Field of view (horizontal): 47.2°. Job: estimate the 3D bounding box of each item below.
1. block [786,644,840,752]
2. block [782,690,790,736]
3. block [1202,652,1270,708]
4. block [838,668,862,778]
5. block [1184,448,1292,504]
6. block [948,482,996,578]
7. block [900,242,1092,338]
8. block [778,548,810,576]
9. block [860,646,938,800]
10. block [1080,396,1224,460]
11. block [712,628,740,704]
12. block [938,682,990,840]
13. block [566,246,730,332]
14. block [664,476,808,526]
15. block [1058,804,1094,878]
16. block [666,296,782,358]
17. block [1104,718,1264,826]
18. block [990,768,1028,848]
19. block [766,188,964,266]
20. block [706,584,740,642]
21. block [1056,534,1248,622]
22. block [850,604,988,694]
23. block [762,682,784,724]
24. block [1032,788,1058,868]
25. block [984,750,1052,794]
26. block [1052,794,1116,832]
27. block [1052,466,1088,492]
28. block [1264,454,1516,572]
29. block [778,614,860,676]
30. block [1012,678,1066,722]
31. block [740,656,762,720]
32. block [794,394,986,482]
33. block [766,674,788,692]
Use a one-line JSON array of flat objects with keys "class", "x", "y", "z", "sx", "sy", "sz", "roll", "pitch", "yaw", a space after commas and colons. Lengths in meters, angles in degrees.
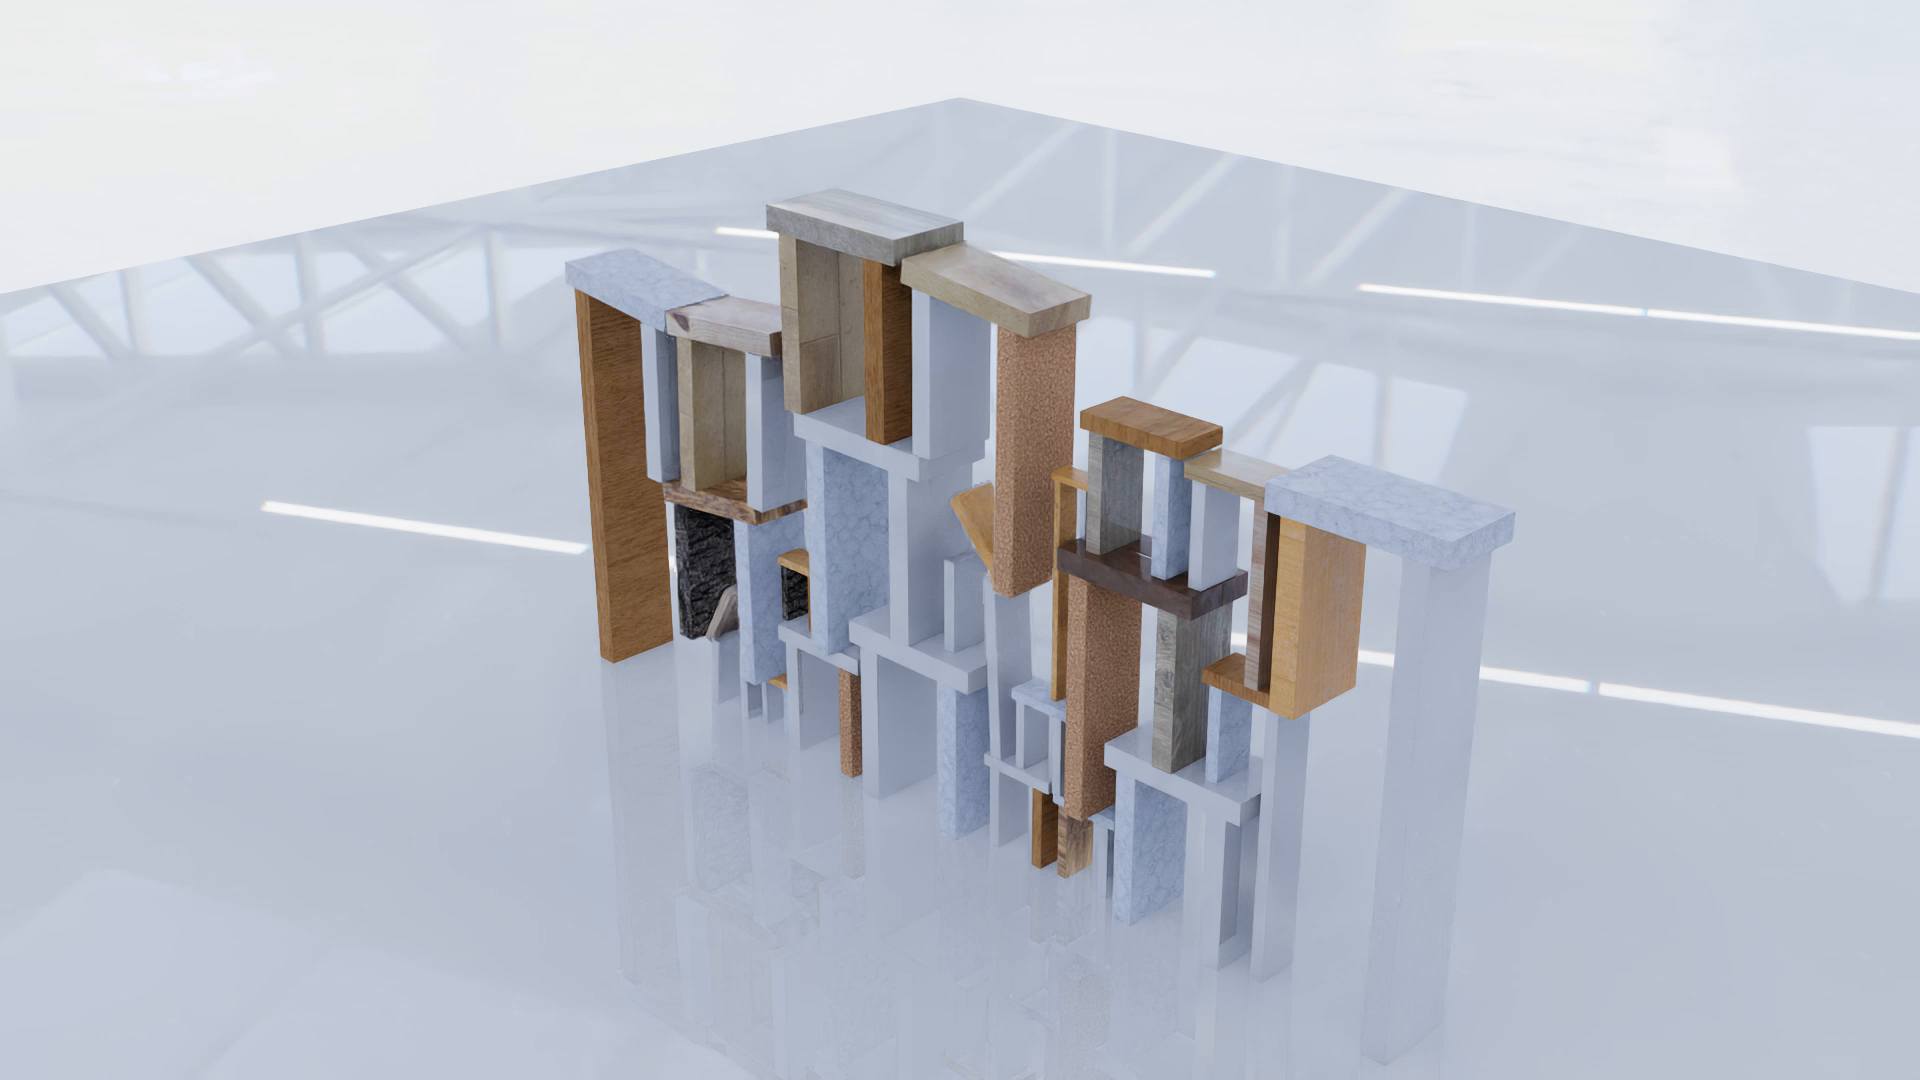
[{"class": "block", "x": -0.310, "y": 0.317, "z": 4.699, "sx": 0.035, "sy": 0.247, "sz": 0.123, "roll": 21, "pitch": 31, "yaw": 41}, {"class": "block", "x": -0.357, "y": 0.364, "z": 4.766, "sx": 0.053, "sy": 0.106, "sz": 0.015, "roll": -21, "pitch": 31, "yaw": -41}, {"class": "block", "x": 0.515, "y": 0.246, "z": 3.767, "sx": 0.184, "sy": 0.026, "sz": 0.092, "roll": 21, "pitch": 31, "yaw": 41}, {"class": "block", "x": -0.194, "y": 0.362, "z": 4.592, "sx": 0.035, "sy": 0.247, "sz": 0.123, "roll": 21, "pitch": 31, "yaw": 41}, {"class": "block", "x": 0.480, "y": -0.105, "z": 3.657, "sx": 0.098, "sy": 0.028, "sz": 0.196, "roll": -21, "pitch": 31, "yaw": -41}, {"class": "block", "x": 0.066, "y": -0.011, "z": 4.154, "sx": 0.095, "sy": 0.190, "sz": 0.027, "roll": -22, "pitch": -13, "yaw": -41}, {"class": "block", "x": 0.063, "y": -0.453, "z": 3.957, "sx": 0.161, "sy": 0.046, "sz": 0.321, "roll": -22, "pitch": 37, "yaw": -40}, {"class": "block", "x": -0.317, "y": 0.050, "z": 4.585, "sx": 0.123, "sy": 0.017, "sz": 0.062, "roll": 21, "pitch": 31, "yaw": 40}, {"class": "block", "x": -0.124, "y": 0.350, "z": 4.506, "sx": 0.047, "sy": 0.335, "sz": 0.167, "roll": 21, "pitch": 31, "yaw": 41}, {"class": "block", "x": 0.328, "y": -0.194, "z": 3.786, "sx": 0.226, "sy": 0.032, "sz": 0.113, "roll": 21, "pitch": 31, "yaw": 40}, {"class": "block", "x": -0.514, "y": 0.281, "z": 4.895, "sx": 0.079, "sy": 0.158, "sz": 0.022, "roll": -21, "pitch": 36, "yaw": -40}, {"class": "block", "x": 0.034, "y": 0.412, "z": 4.361, "sx": 0.047, "sy": 0.335, "sz": 0.167, "roll": 21, "pitch": 31, "yaw": 41}, {"class": "block", "x": -0.674, "y": -0.542, "z": 4.731, "sx": 0.175, "sy": 0.050, "sz": 0.350, "roll": -21, "pitch": 37, "yaw": -40}, {"class": "block", "x": -0.477, "y": -0.099, "z": 4.703, "sx": 0.155, "sy": 0.044, "sz": 0.310, "roll": -21, "pitch": 25, "yaw": -40}, {"class": "block", "x": 0.223, "y": 0.567, "z": 4.228, "sx": 0.022, "sy": 0.154, "sz": 0.077, "roll": 21, "pitch": 31, "yaw": 41}, {"class": "block", "x": -0.432, "y": -0.440, "z": 4.506, "sx": 0.168, "sy": 0.048, "sz": 0.336, "roll": -21, "pitch": 26, "yaw": -40}, {"class": "block", "x": 0.427, "y": 0.410, "z": 3.941, "sx": 0.311, "sy": 0.044, "sz": 0.156, "roll": 21, "pitch": 31, "yaw": 41}, {"class": "block", "x": 0.097, "y": 0.512, "z": 4.335, "sx": 0.024, "sy": 0.171, "sz": 0.085, "roll": 21, "pitch": 31, "yaw": 41}, {"class": "block", "x": -0.183, "y": -0.596, "z": 4.167, "sx": 0.179, "sy": 0.051, "sz": 0.357, "roll": -22, "pitch": 31, "yaw": -40}, {"class": "block", "x": -0.501, "y": 0.155, "z": 4.827, "sx": 0.079, "sy": 0.158, "sz": 0.022, "roll": -21, "pitch": 60, "yaw": -40}, {"class": "block", "x": 0.337, "y": 0.054, "z": 3.878, "sx": 0.309, "sy": 0.044, "sz": 0.154, "roll": 21, "pitch": 31, "yaw": 40}, {"class": "block", "x": -0.045, "y": 0.205, "z": 4.359, "sx": 0.335, "sy": 0.047, "sz": 0.167, "roll": 21, "pitch": 31, "yaw": 41}, {"class": "block", "x": -0.407, "y": 0.345, "z": 4.813, "sx": 0.053, "sy": 0.106, "sz": 0.015, "roll": -21, "pitch": 30, "yaw": -41}, {"class": "block", "x": 0.178, "y": 0.544, "z": 4.261, "sx": 0.024, "sy": 0.171, "sz": 0.085, "roll": 21, "pitch": 31, "yaw": 41}, {"class": "block", "x": 0.137, "y": 0.438, "z": 4.260, "sx": 0.171, "sy": 0.024, "sz": 0.086, "roll": 21, "pitch": 31, "yaw": 41}, {"class": "block", "x": 0.259, "y": 0.500, "z": 4.161, "sx": 0.077, "sy": 0.022, "sz": 0.154, "roll": -21, "pitch": 31, "yaw": -41}, {"class": "block", "x": 0.214, "y": -0.110, "z": 3.950, "sx": 0.094, "sy": 0.013, "sz": 0.047, "roll": 21, "pitch": 31, "yaw": 40}, {"class": "block", "x": 0.674, "y": -0.046, "z": 3.466, "sx": 0.349, "sy": 0.049, "sz": 0.175, "roll": 21, "pitch": 31, "yaw": 41}, {"class": "block", "x": -0.252, "y": 0.210, "z": 4.590, "sx": 0.247, "sy": 0.035, "sz": 0.123, "roll": 21, "pitch": 31, "yaw": 41}, {"class": "block", "x": 0.173, "y": 0.302, "z": 4.159, "sx": 0.142, "sy": 0.020, "sz": 0.071, "roll": 21, "pitch": 31, "yaw": 41}, {"class": "block", "x": -0.444, "y": 0.308, "z": 4.832, "sx": 0.022, "sy": 0.158, "sz": 0.079, "roll": 21, "pitch": 31, "yaw": 41}, {"class": "block", "x": -0.140, "y": -0.206, "z": 4.293, "sx": 0.355, "sy": 0.050, "sz": 0.178, "roll": 22, "pitch": 32, "yaw": 40}, {"class": "block", "x": -0.384, "y": 0.298, "z": 4.765, "sx": 0.053, "sy": 0.015, "sz": 0.106, "roll": -21, "pitch": 30, "yaw": -41}]
